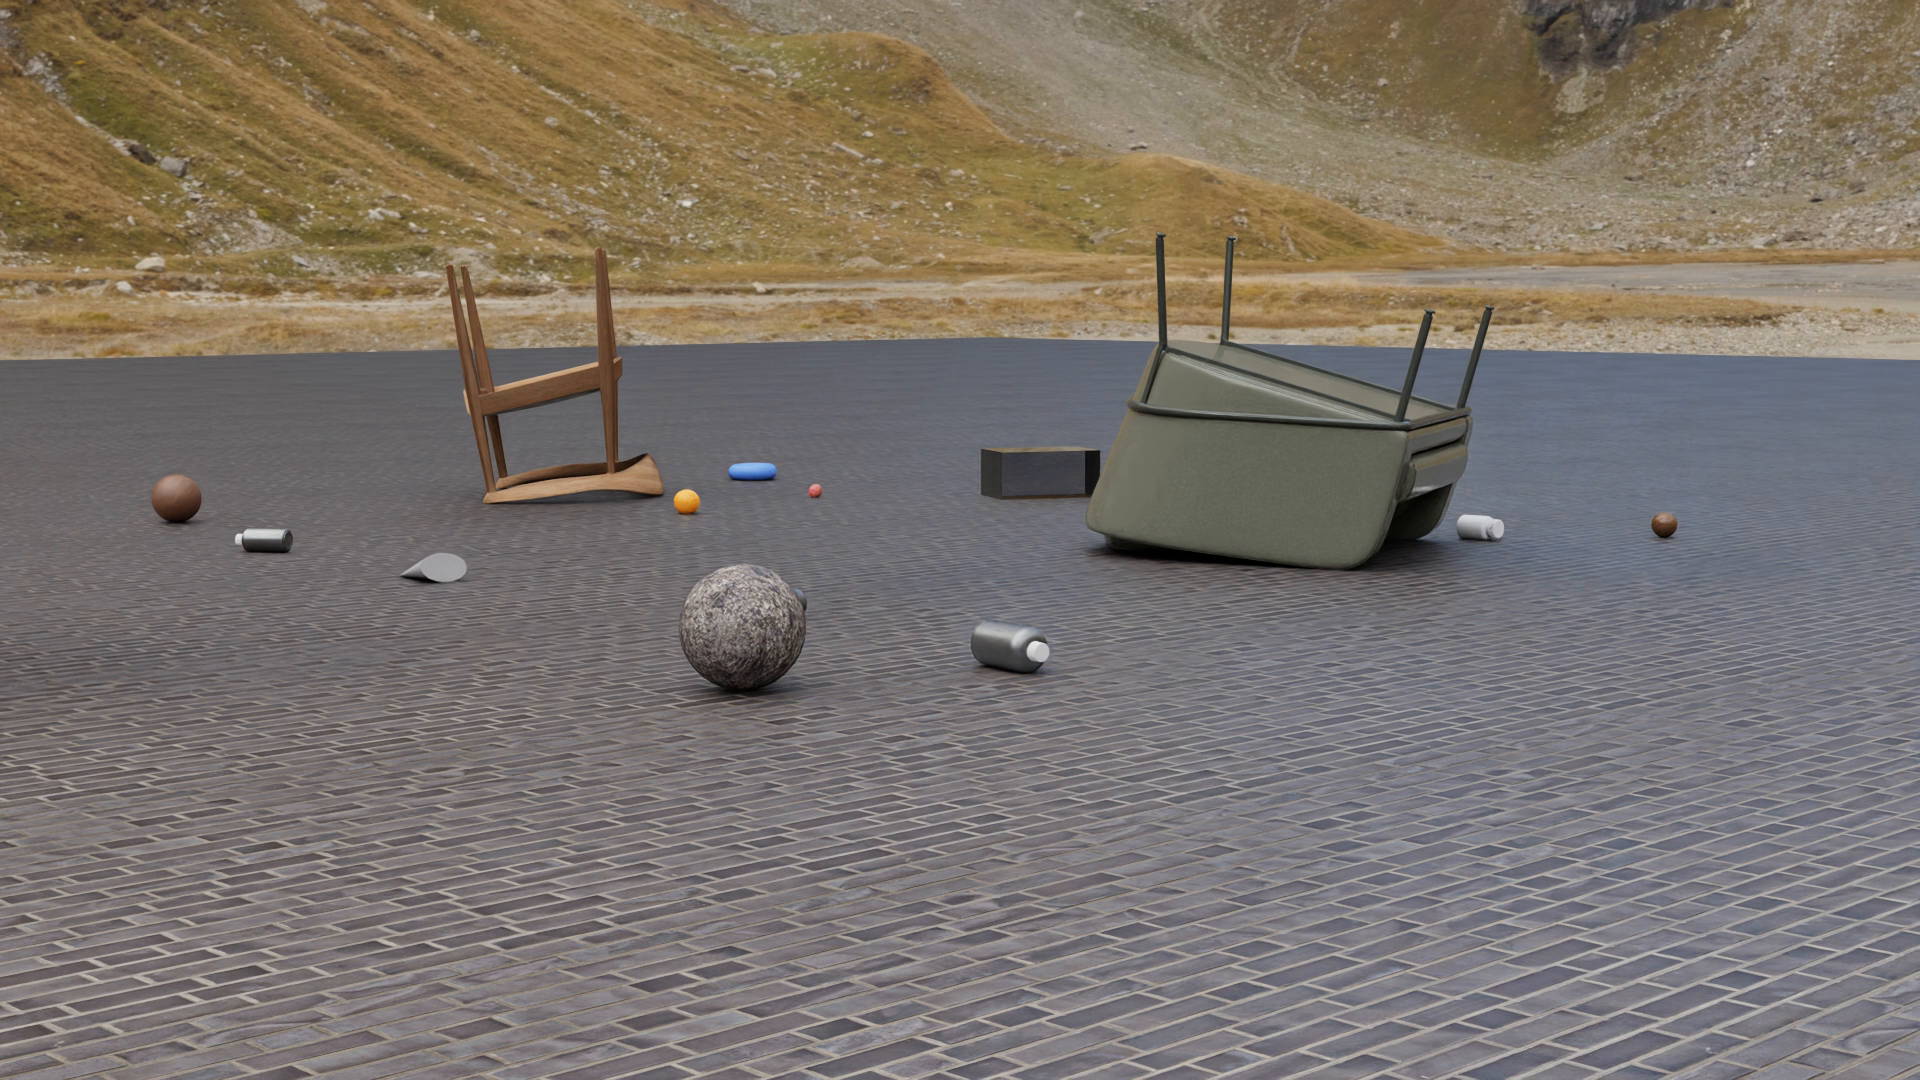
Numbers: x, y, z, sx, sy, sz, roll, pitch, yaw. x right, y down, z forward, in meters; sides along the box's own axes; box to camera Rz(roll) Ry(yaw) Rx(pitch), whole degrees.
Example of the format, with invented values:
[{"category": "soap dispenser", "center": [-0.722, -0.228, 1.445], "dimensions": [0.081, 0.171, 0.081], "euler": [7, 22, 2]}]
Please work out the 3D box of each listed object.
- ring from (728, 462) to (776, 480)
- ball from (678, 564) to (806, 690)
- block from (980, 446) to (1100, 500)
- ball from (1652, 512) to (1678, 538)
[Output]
[{"category": "ring", "center": [-0.673, -0.222, 8.325], "dimensions": [0.157, 0.051, 0.165], "euler": [-3, 6, -20]}, {"category": "ball", "center": [-0.346, 0.138, 4.081], "dimensions": [0.203, 0.203, 0.203], "euler": [0, 6, 0]}, {"category": "block", "center": [0.240, -0.202, 7.688], "dimensions": [0.310, 0.140, 0.190], "euler": [-2, 6, -18]}, {"category": "ball", "center": [1.778, -0.039, 6.476], "dimensions": [0.064, 0.064, 0.064], "euler": [0, 6, 0]}]
